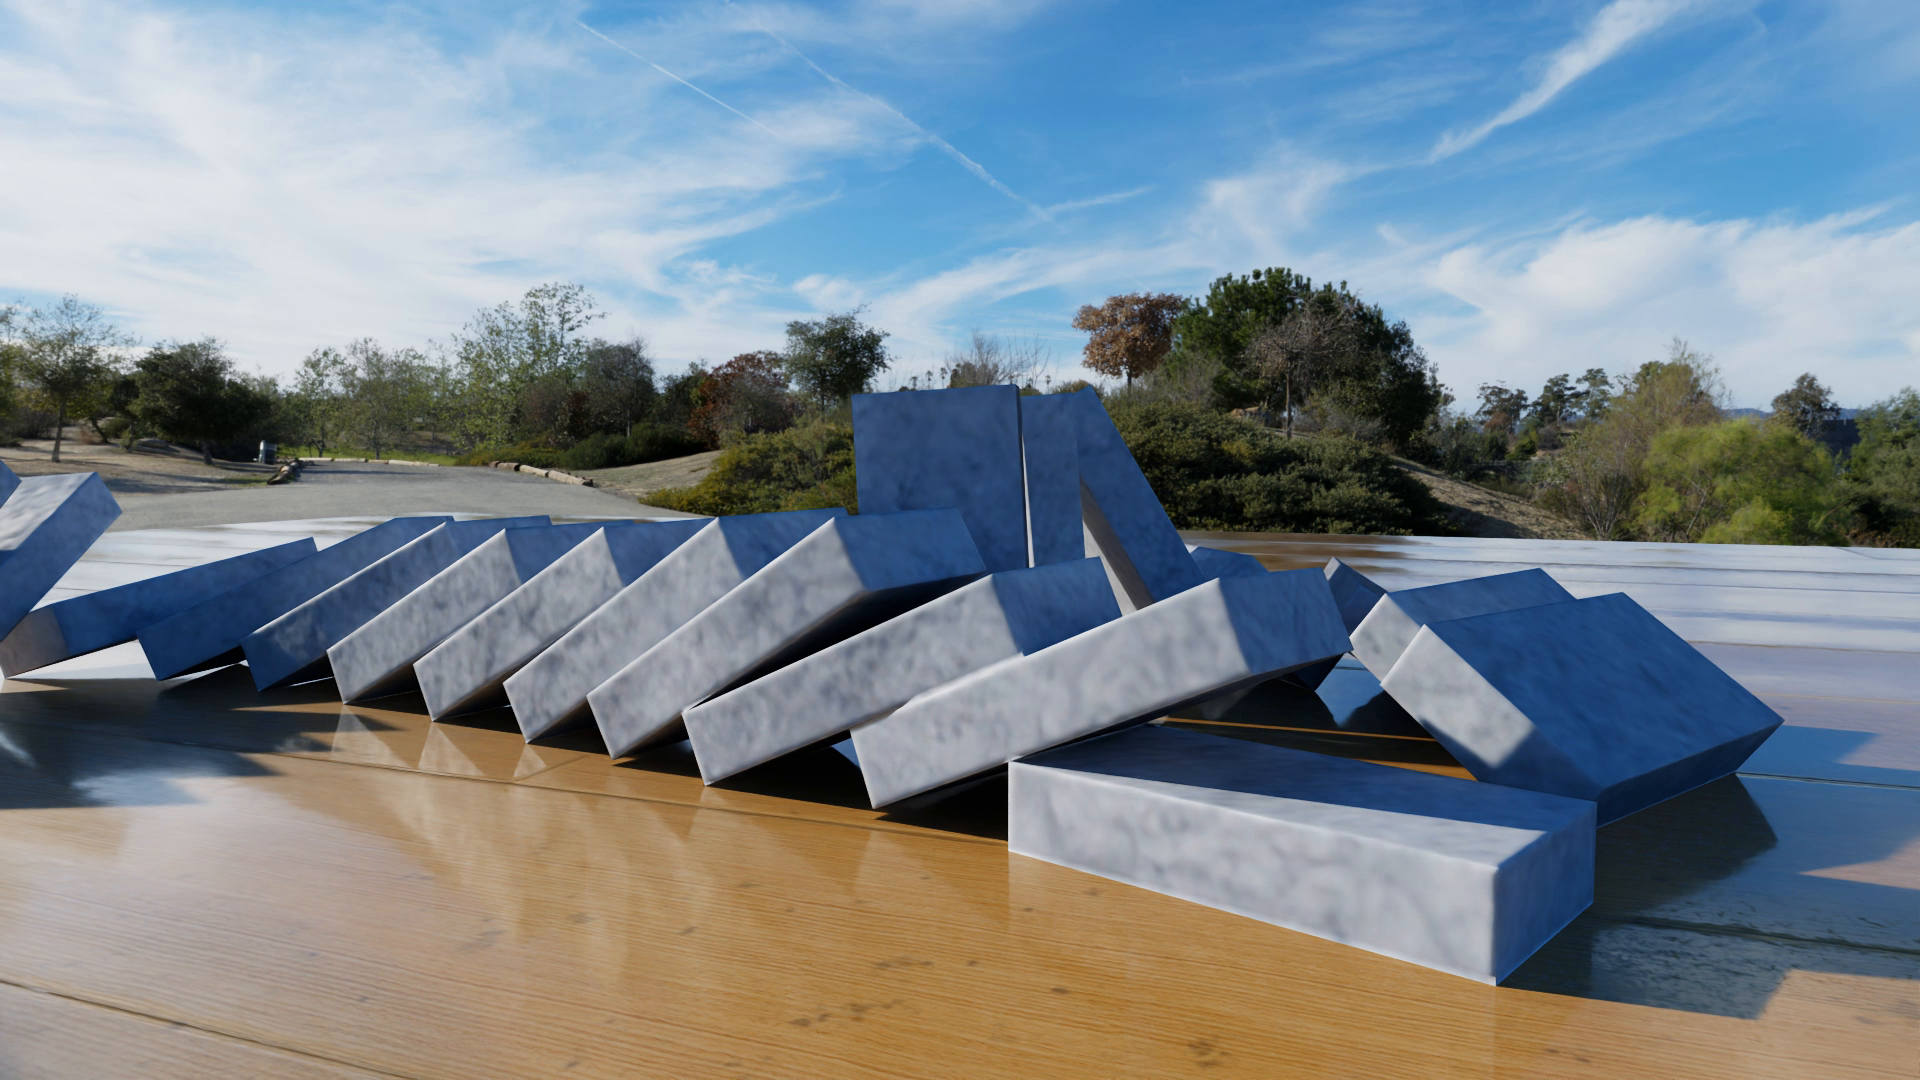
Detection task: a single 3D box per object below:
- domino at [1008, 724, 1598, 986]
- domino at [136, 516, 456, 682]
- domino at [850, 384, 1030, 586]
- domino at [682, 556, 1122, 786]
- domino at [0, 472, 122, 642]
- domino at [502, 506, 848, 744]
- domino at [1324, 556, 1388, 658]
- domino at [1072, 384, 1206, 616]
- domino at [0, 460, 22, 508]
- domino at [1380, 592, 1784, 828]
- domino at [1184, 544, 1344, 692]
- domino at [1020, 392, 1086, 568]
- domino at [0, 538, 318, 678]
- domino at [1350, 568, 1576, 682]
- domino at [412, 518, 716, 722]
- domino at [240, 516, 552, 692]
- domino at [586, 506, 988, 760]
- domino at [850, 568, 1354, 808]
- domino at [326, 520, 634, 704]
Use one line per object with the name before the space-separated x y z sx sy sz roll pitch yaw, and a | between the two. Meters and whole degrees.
domino | 0.032 0.028 0.126 0.050 0.010 0.025 4 6 42
domino | -0.119 0.010 0.236 0.050 0.009 0.025 -24 2 1
domino | -0.002 0.002 0.200 0.025 0.050 0.010 -3 4 7
domino | -0.007 0.016 0.158 0.050 0.009 0.025 -25 -10 32
domino | -0.175 0.007 0.225 0.025 0.010 0.050 -4 38 6
domino | -0.039 0.012 0.181 0.050 0.009 0.025 -33 -14 31
domino | 0.073 0.016 0.215 0.025 0.009 0.050 34 10 7
domino | 0.029 -0.001 0.227 0.009 0.050 0.025 -30 -2 -11
domino | -0.180 0.006 0.207 0.025 0.050 0.009 1 -40 10
domino | 0.076 0.020 0.156 0.050 0.009 0.025 -3 41 -39
domino | 0.048 0.013 0.242 0.025 0.010 0.050 42 -7 -14
domino | 0.011 0.001 0.217 0.009 0.050 0.025 -8 7 -25
domino | -0.153 0.012 0.247 0.025 0.009 0.050 -14 6 31
domino | 0.079 0.017 0.182 0.050 0.010 0.025 -4 44 -44
domino | -0.057 0.012 0.195 0.050 0.010 0.025 -30 -12 32
domino | -0.096 0.011 0.223 0.050 0.010 0.025 -25 -6 20
domino | -0.023 0.012 0.168 0.050 0.010 0.025 -33 -14 31
domino | 0.015 0.017 0.142 0.050 0.009 0.025 -26 -15 35
domino | -0.077 0.012 0.209 0.050 0.010 0.025 -27 -11 30
